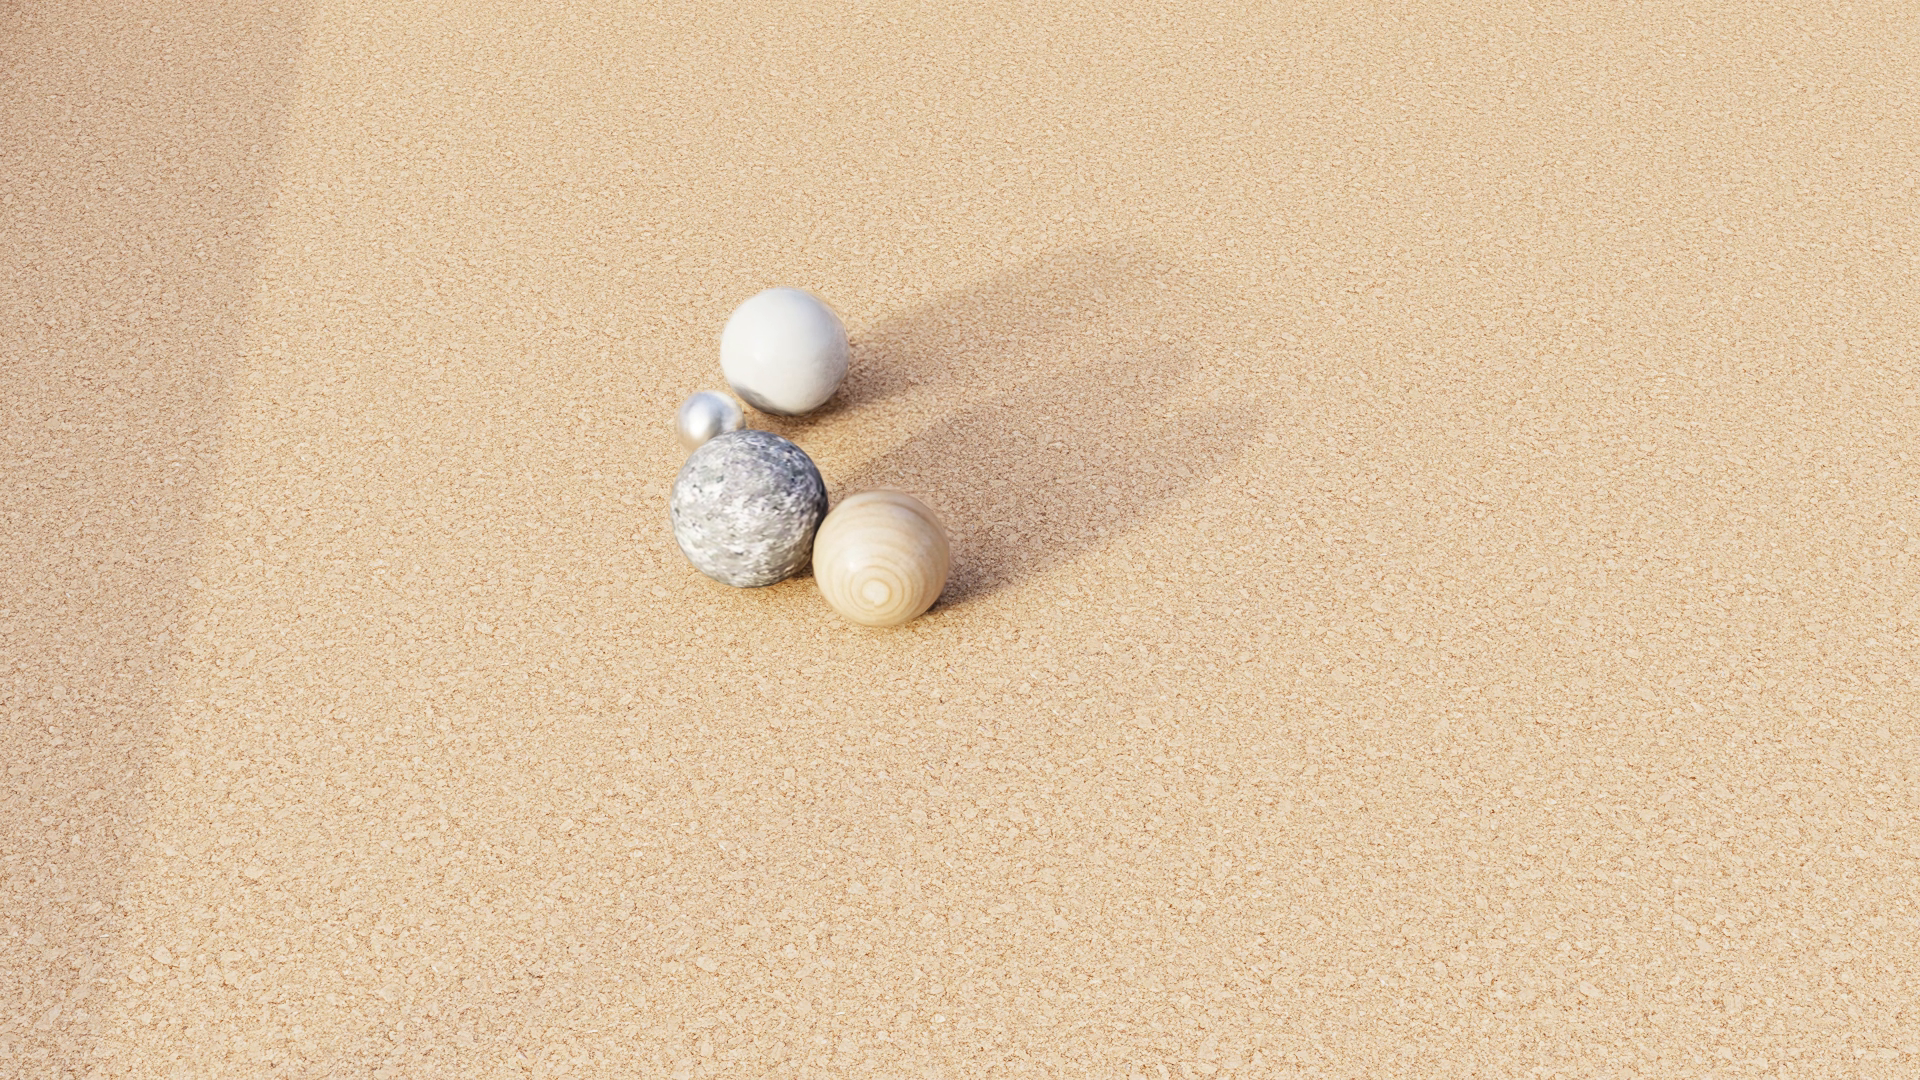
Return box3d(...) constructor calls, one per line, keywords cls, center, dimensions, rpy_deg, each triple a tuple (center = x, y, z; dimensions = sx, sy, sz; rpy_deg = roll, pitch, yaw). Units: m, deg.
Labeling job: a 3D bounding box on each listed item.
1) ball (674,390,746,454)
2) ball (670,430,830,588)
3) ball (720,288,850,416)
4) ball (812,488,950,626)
box3d(cls="ball", center=(-0.164, -0.075, 1.681), dimensions=(0.046, 0.046, 0.046), rpy_deg=(0, 36, 0))
box3d(cls="ball", center=(-0.128, -0.019, 1.562), dimensions=(0.097, 0.097, 0.097), rpy_deg=(0, 36, 0))
box3d(cls="ball", center=(-0.117, -0.126, 1.716), dimensions=(0.086, 0.086, 0.086), rpy_deg=(0, 36, 0))
box3d(cls="ball", center=(-0.047, 0.010, 1.535), dimensions=(0.083, 0.083, 0.083), rpy_deg=(0, 36, 0))
